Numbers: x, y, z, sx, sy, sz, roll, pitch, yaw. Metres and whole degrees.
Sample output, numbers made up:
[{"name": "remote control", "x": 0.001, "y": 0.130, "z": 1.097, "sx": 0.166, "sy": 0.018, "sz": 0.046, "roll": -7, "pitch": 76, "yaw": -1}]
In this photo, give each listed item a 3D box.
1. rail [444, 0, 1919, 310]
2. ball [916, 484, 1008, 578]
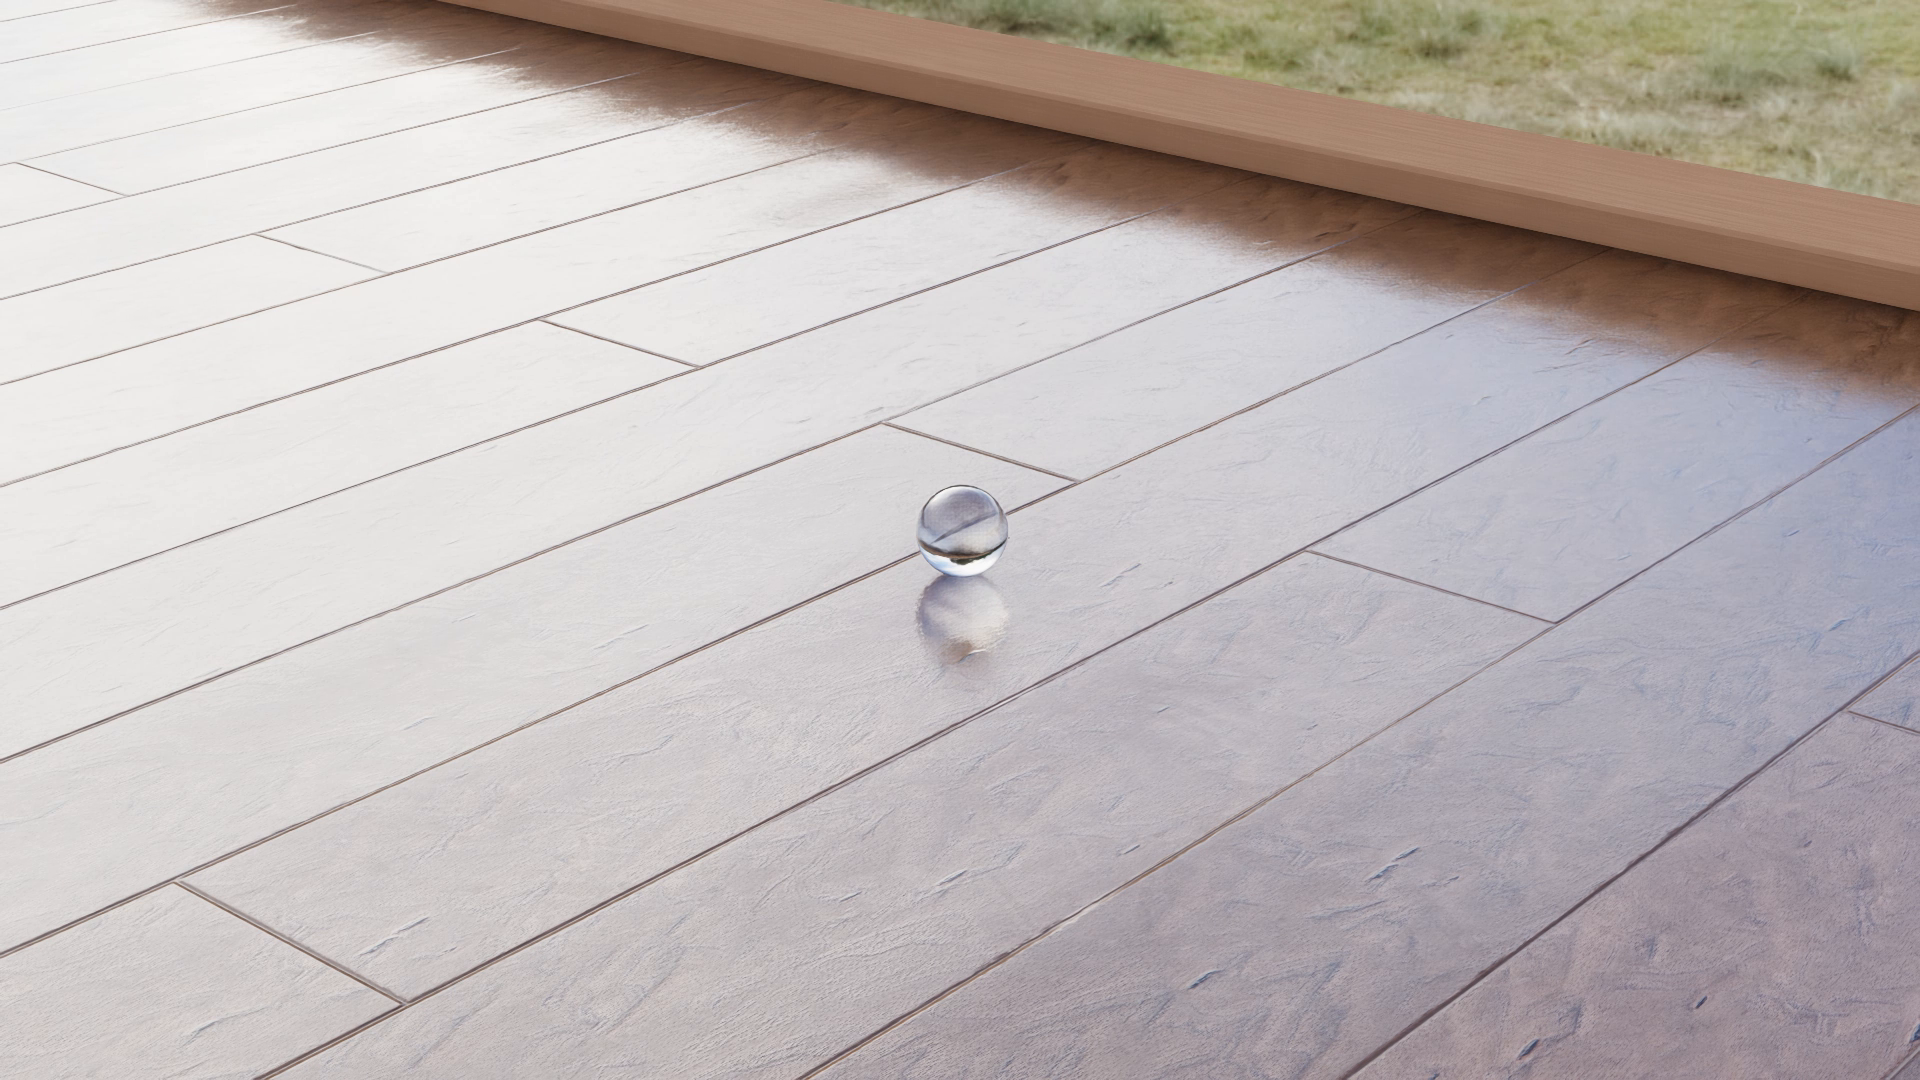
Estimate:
[{"name": "rail", "x": -0.043, "y": -0.646, "z": 4.017, "sx": 4.408, "sy": 0.114, "sz": 0.045, "roll": 18, "pitch": 28, "yaw": 37}, {"name": "ball", "x": 0.002, "y": -0.008, "z": 2.506, "sx": 0.079, "sy": 0.079, "sz": 0.079, "roll": 0, "pitch": 22, "yaw": 0}]
